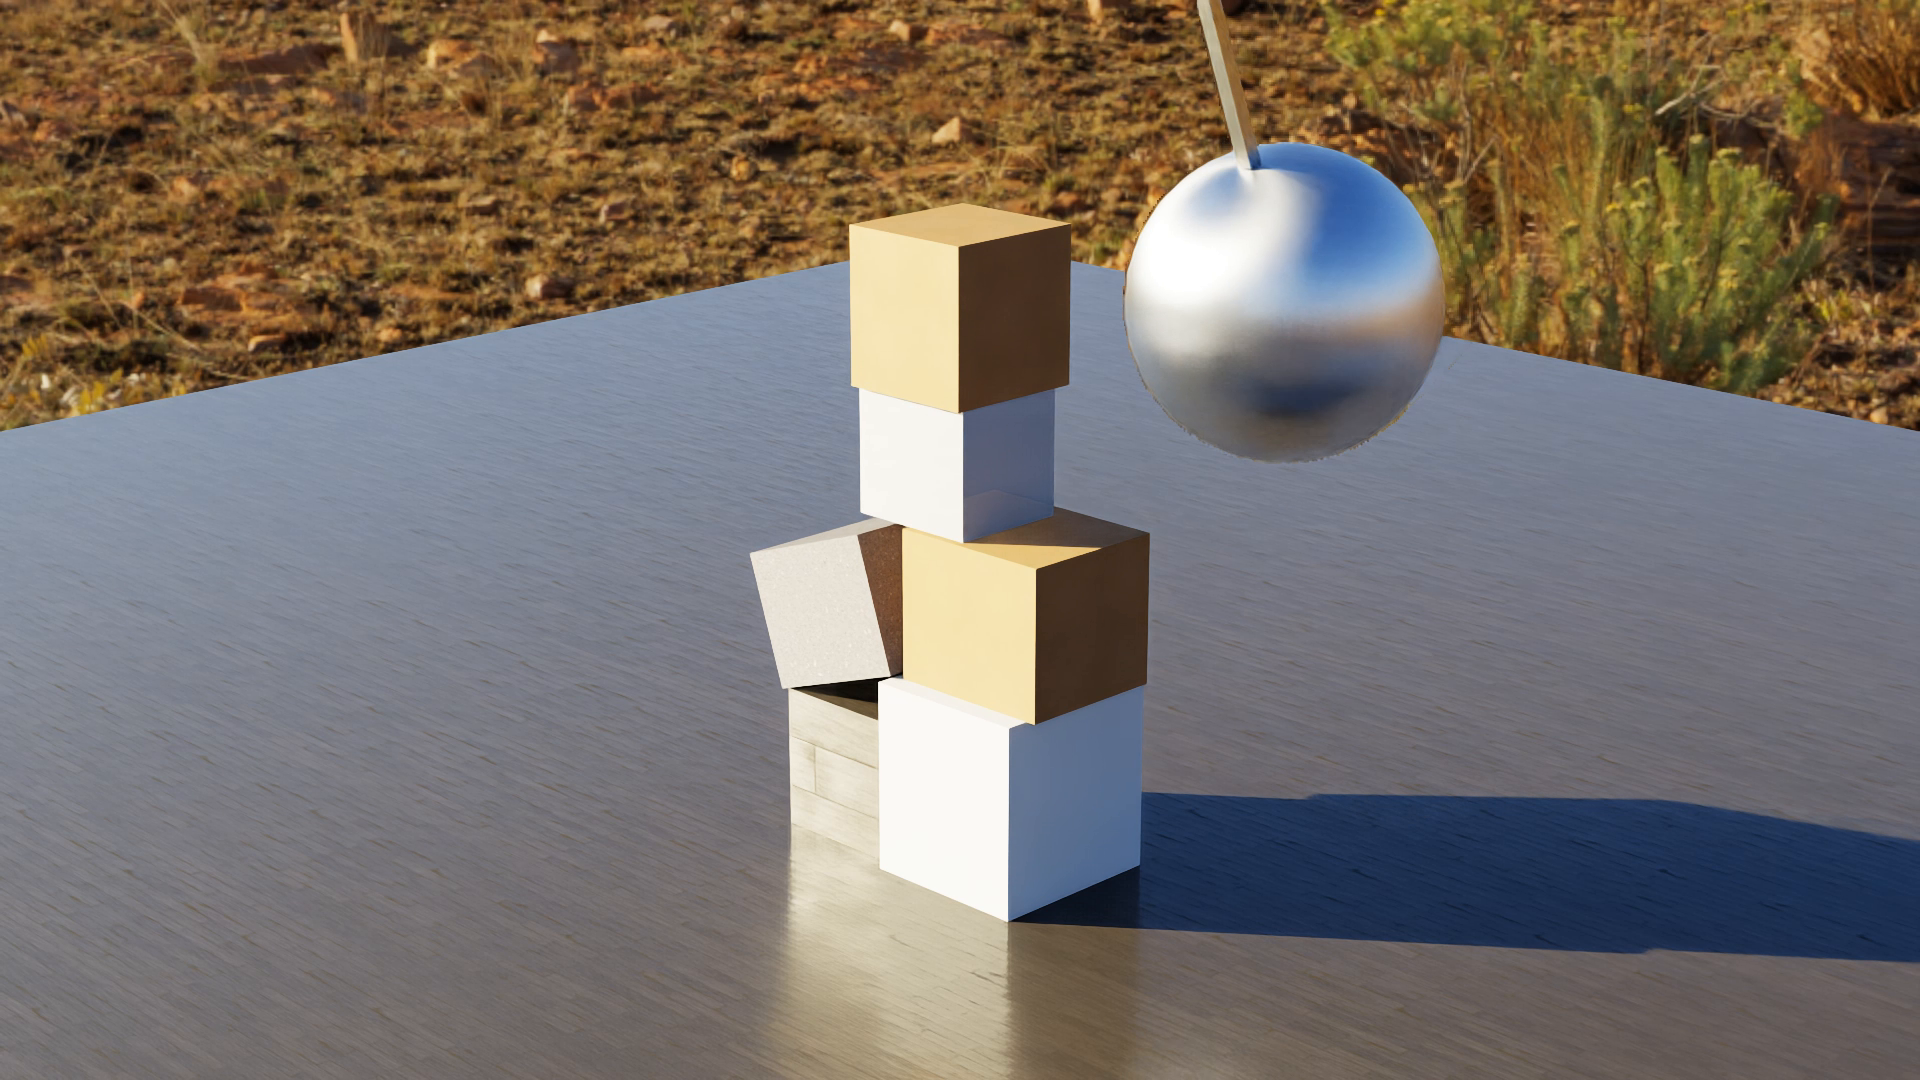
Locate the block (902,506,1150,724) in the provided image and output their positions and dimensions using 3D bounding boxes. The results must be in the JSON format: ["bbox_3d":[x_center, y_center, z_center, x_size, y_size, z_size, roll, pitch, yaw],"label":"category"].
[{"bbox_3d":[0.293,0.299,13.153,0.734,0.712,0.822,-17,24,-42],"label":"block"}]

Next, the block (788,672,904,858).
[{"bbox_3d":[-0.304,1.019,13.958,0.741,0.686,0.687,-17,24,-42],"label":"block"}]

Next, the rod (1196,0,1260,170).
[{"bbox_3d":[0.703,-3.905,12.852,0.080,5.200,0.080,17,46,42],"label":"rod"}]

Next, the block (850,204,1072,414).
[{"bbox_3d":[0.002,-1.042,13.016,0.705,0.732,0.675,-17,24,-42],"label":"block"}]

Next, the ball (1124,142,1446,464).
[{"bbox_3d":[1.623,-1.183,14.671,1.600,1.600,1.600,0,17,0],"label":"ball"}]

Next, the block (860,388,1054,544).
[{"bbox_3d":[-0.013,-0.403,13.201,0.581,0.598,0.654,-17,24,-42],"label":"block"}]

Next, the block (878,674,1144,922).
[{"bbox_3d":[0.232,1.073,13.406,0.879,0.915,0.819,-17,24,-42],"label":"block"}]

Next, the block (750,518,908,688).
[{"bbox_3d":[-0.364,0.253,13.831,0.818,0.659,0.785,-17,5,-42],"label":"block"}]
